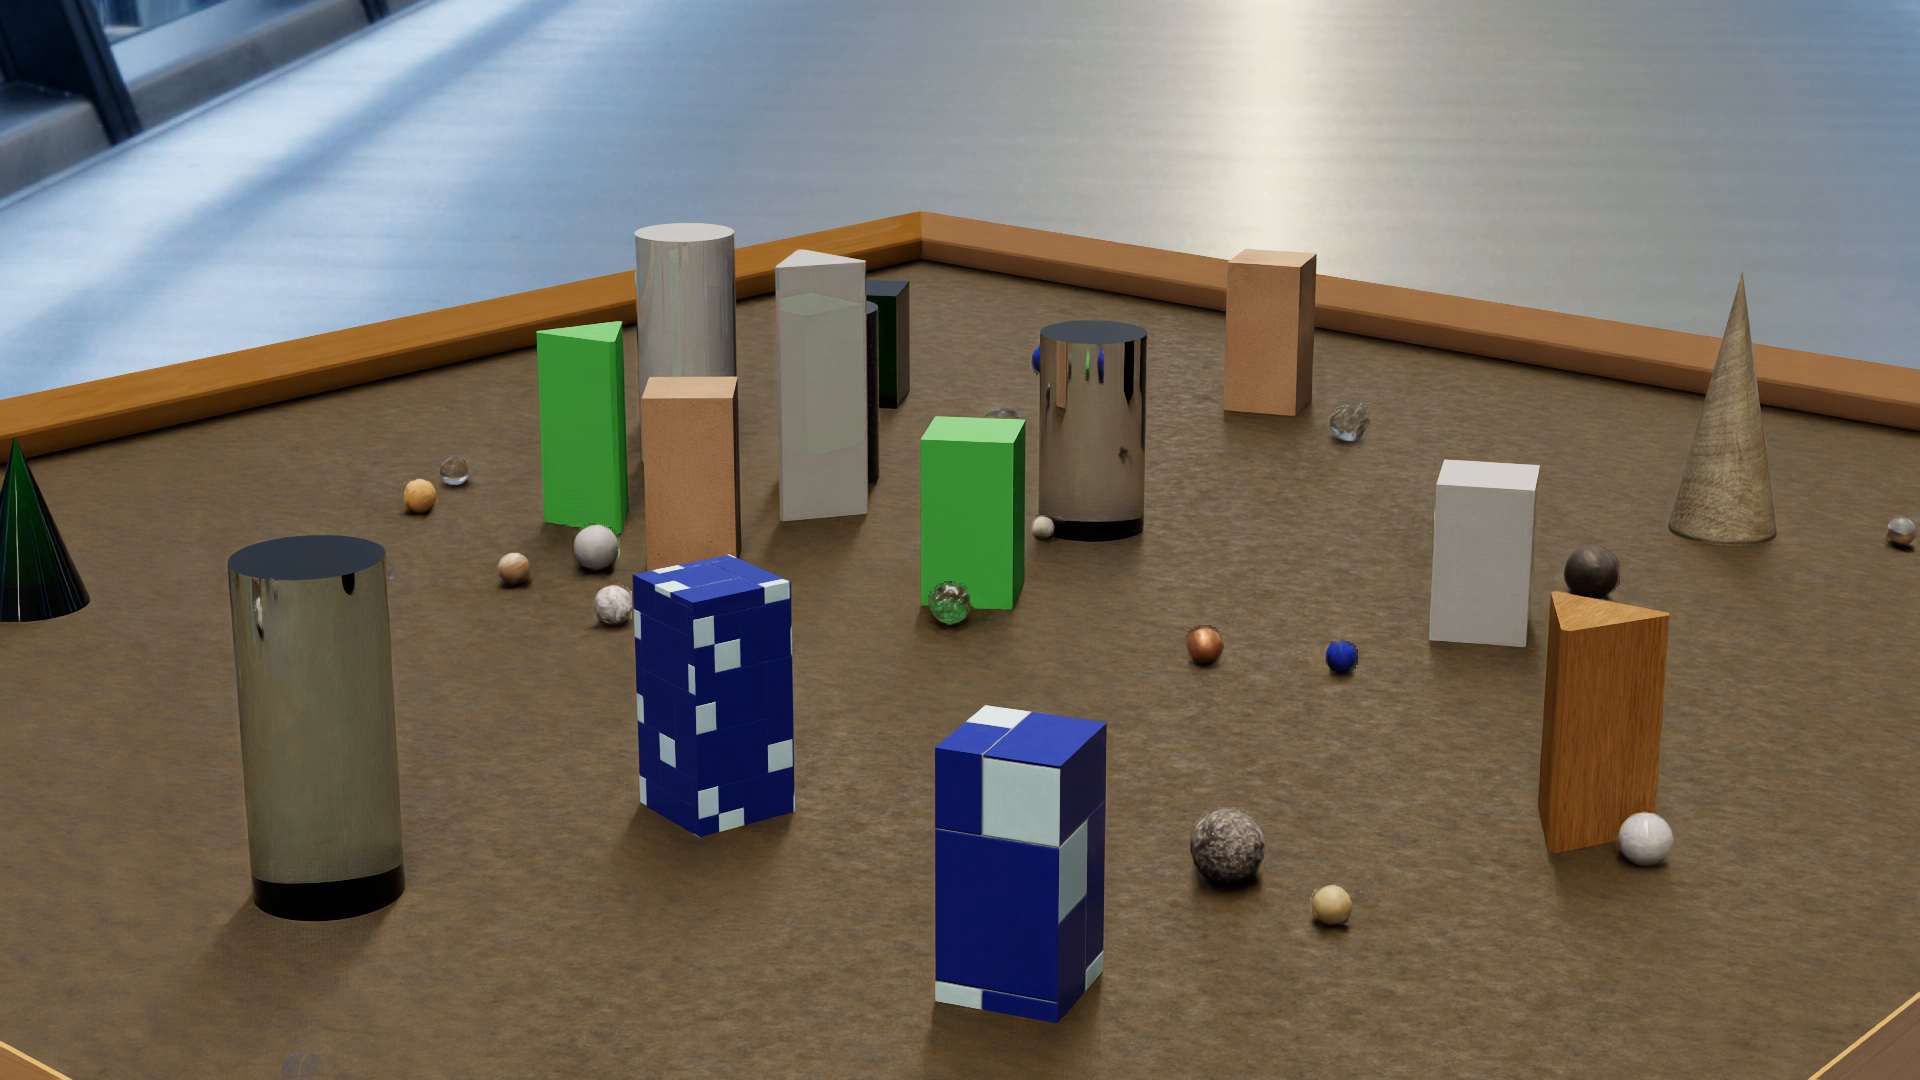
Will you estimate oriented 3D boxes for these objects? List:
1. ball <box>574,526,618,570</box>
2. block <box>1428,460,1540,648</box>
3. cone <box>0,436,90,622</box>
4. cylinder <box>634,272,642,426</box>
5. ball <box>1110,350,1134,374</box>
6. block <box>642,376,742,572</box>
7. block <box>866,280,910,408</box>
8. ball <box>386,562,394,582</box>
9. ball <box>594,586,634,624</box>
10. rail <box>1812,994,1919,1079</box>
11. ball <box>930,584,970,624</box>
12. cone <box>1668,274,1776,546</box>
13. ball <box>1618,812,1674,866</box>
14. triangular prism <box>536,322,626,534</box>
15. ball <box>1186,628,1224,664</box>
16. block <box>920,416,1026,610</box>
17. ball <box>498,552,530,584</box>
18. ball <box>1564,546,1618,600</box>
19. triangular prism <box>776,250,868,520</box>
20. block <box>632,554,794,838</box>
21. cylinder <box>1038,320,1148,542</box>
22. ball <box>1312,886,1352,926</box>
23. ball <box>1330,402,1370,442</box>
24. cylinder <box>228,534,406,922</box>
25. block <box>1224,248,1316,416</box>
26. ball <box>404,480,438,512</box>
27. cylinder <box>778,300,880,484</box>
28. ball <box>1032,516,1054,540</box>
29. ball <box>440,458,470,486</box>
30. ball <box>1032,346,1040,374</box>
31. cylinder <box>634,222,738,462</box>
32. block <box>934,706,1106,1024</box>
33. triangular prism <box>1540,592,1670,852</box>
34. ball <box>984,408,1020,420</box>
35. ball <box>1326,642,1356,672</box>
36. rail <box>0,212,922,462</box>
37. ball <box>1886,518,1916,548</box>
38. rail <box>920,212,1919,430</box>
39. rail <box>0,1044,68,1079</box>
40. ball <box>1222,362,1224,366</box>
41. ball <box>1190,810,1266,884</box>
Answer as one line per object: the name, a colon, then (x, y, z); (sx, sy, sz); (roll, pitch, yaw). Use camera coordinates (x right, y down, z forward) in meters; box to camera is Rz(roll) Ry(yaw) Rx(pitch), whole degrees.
ball: (-0.654, 0.014, 5.268); (0.082, 0.082, 0.082); (0, 17, 0)
block: (0.880, 0.021, 4.918); (0.160, 0.270, 0.160); (4, 17, 13)
cone: (-1.612, -0.034, 5.043); (0.199, 0.302, 0.199); (0, 17, 0)
cylinder: (-0.586, -0.409, 6.239); (0.199, 0.331, 0.199); (0, 17, 0)
ball: (0.372, -0.409, 6.715); (0.056, 0.056, 0.056); (0, 17, 0)
block: (-0.481, -0.117, 5.282); (0.160, 0.325, 0.160); (0, 17, -1)
block: (-0.204, -0.433, 6.460); (0.160, 0.251, 0.160); (3, 17, 9)
ball: (-1.022, 0.058, 5.189); (0.043, 0.043, 0.043); (0, 17, 0)
ball: (-0.588, 0.110, 4.976); (0.066, 0.066, 0.066); (0, 17, 0)
rail: (1.528, 0.415, 3.849); (0.045, 0.130, 4.388); (14, 22, 39)
ball: (-0.016, 0.108, 4.976); (0.070, 0.070, 0.070); (0, 17, 0)
cone: (1.434, -0.256, 5.445); (0.199, 0.497, 0.199); (0, 17, 0)
ball: (0.931, 0.406, 3.982); (0.073, 0.073, 0.073); (0, 17, 0)
triangular prism: (-0.679, -0.219, 5.545); (0.173, 0.368, 0.150); (9, 19, 27)
ball: (0.399, 0.172, 4.781); (0.060, 0.060, 0.060); (0, 17, 0)
block: (0.024, -0.048, 5.101); (0.160, 0.297, 0.160); (2, 17, 8)
ball: (-0.788, 0.051, 5.188); (0.057, 0.057, 0.057); (0, 17, 0)
ball: (1.099, 0.058, 5.102); (0.094, 0.094, 0.094); (0, 17, 0)
triangular prism: (-0.281, -0.299, 5.599); (0.173, 0.490, 0.150); (-5, 18, -17)
block: (-0.347, 0.217, 4.139); (0.160, 0.343, 0.160); (-12, 21, -35)
cylinder: (0.248, -0.205, 5.486); (0.199, 0.376, 0.199); (0, 17, 0)
ball: (0.482, 0.473, 3.797); (0.051, 0.051, 0.051); (0, 17, 0)
ball: (0.816, -0.247, 6.134); (0.081, 0.081, 0.081); (0, 17, 0)
cylinder: (-0.840, 0.244, 3.838); (0.199, 0.465, 0.199); (0, 17, 0)
block: (0.677, -0.455, 6.397); (0.160, 0.328, 0.160); (6, 18, 19)
ball: (-1.036, -0.085, 5.625); (0.064, 0.064, 0.064); (0, 17, 0)
cylinder: (-0.261, -0.294, 5.834); (0.199, 0.345, 0.199); (0, 17, 0)
ball: (0.156, -0.022, 5.458); (0.041, 0.041, 0.041); (0, 17, 0)
ball: (-1.001, -0.136, 5.808); (0.057, 0.057, 0.057); (0, 17, 0)
ball: (0.203, -0.412, 6.690); (0.078, 0.078, 0.078); (0, 17, 0)
cylinder: (-0.553, -0.393, 5.947); (0.199, 0.469, 0.199); (0, 17, 0)
block: (0.074, 0.393, 3.578); (0.160, 0.330, 0.160); (7, 18, 22)
triangular prism: (0.861, 0.245, 4.083); (0.173, 0.321, 0.150); (-7, 18, -23)
ball: (0.087, -0.228, 6.061); (0.088, 0.088, 0.088); (0, 17, 0)
ball: (0.616, 0.189, 4.741); (0.050, 0.050, 0.050); (0, 17, 0)
rail: (-1.528, -0.350, 6.390); (0.045, 0.130, 4.388); (14, 22, 39)
ball: (1.736, -0.014, 5.407); (0.055, 0.055, 0.055); (0, 17, 0)
rail: (1.423, -0.440, 6.689); (4.096, 0.130, 0.045); (14, 22, 39)
rail: (-1.423, 0.505, 3.550); (4.096, 0.130, 0.045); (14, 22, 39)
ball: (0.627, -0.401, 6.694); (0.055, 0.055, 0.055); (0, 17, 0)
ball: (0.358, 0.410, 3.921); (0.100, 0.100, 0.100); (0, 17, 0)
